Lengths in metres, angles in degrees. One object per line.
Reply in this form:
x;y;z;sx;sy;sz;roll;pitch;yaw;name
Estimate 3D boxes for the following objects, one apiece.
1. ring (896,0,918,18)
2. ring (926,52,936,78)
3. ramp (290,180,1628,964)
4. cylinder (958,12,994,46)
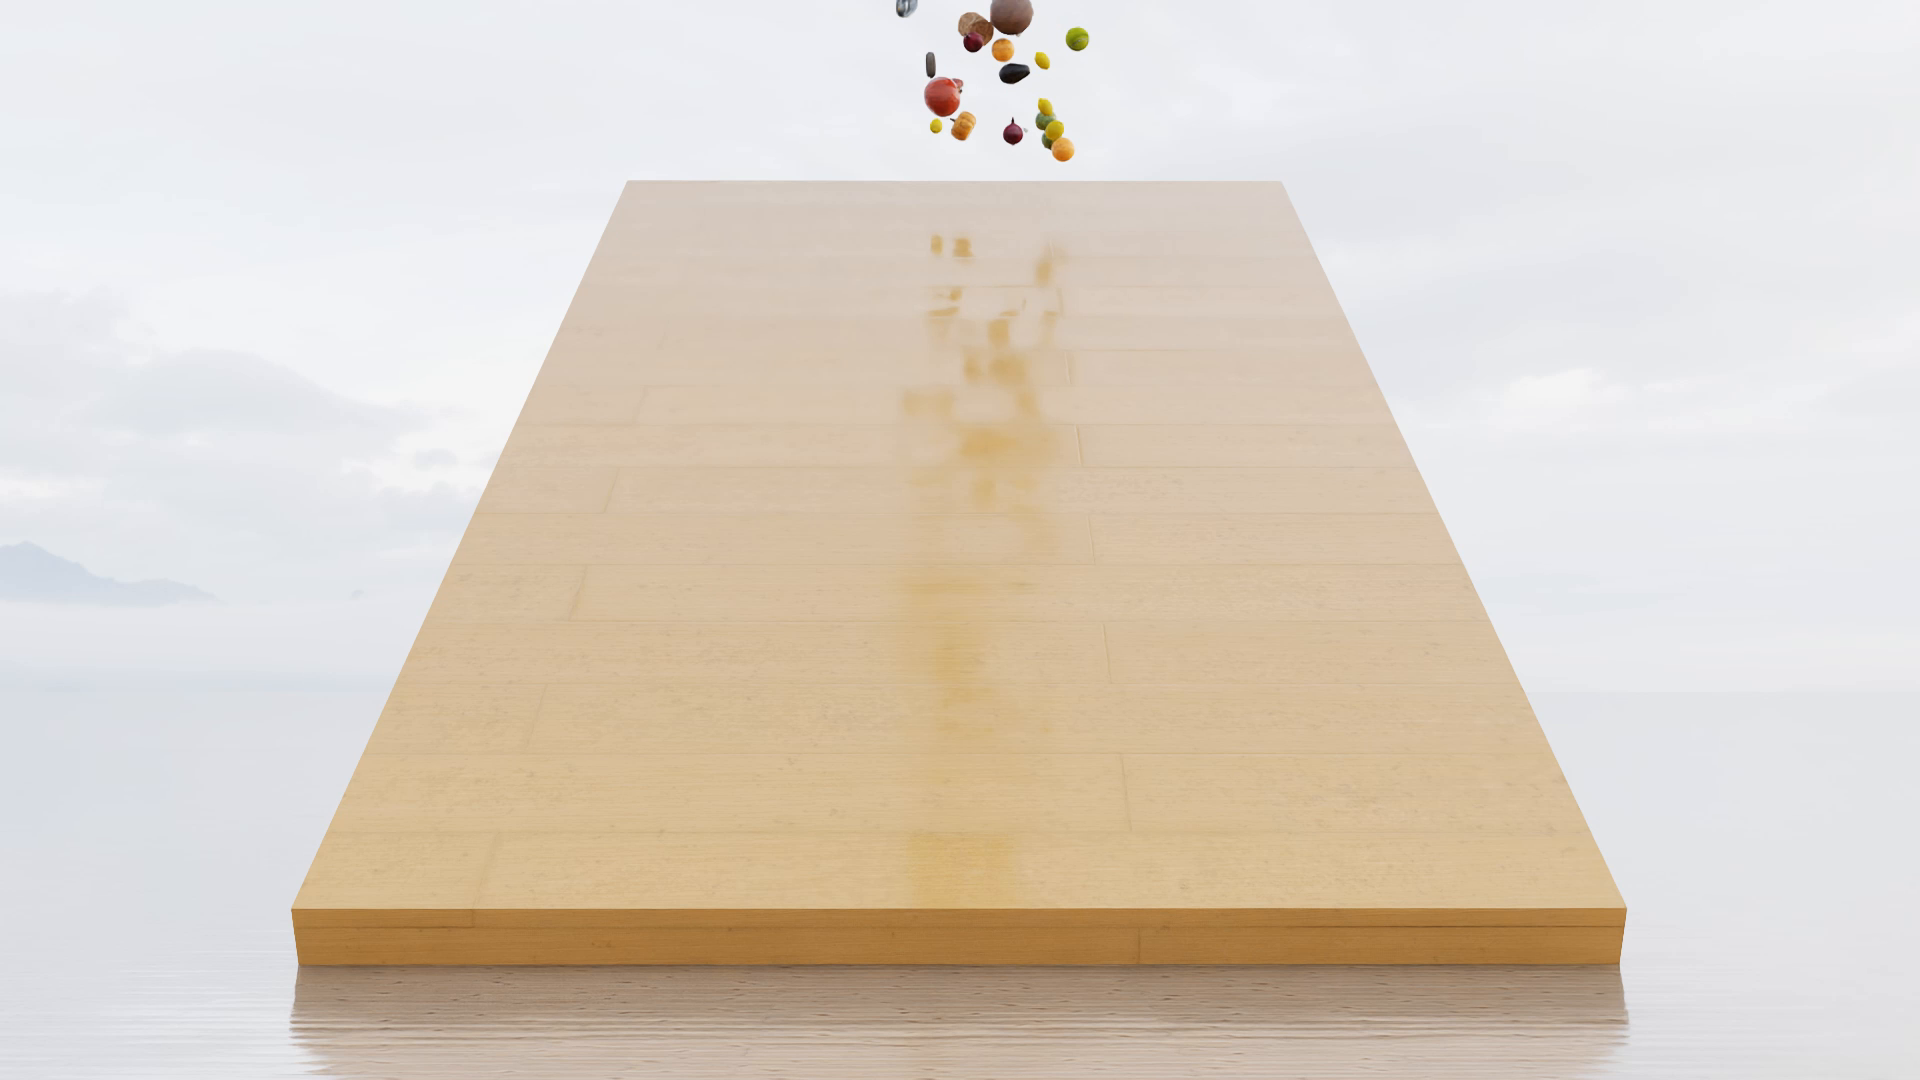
-0.153;-1.546;6.717;0.030;0.089;0.089;30;11;27;ring
-0.088;-1.416;6.948;0.026;0.078;0.078;-4;-3;-5;ring
-0.008;-0.229;5.331;2.000;0.100;4.000;0;24;0;ramp
0.046;-1.511;6.895;0.082;0.082;0.082;2;27;-29;cylinder
